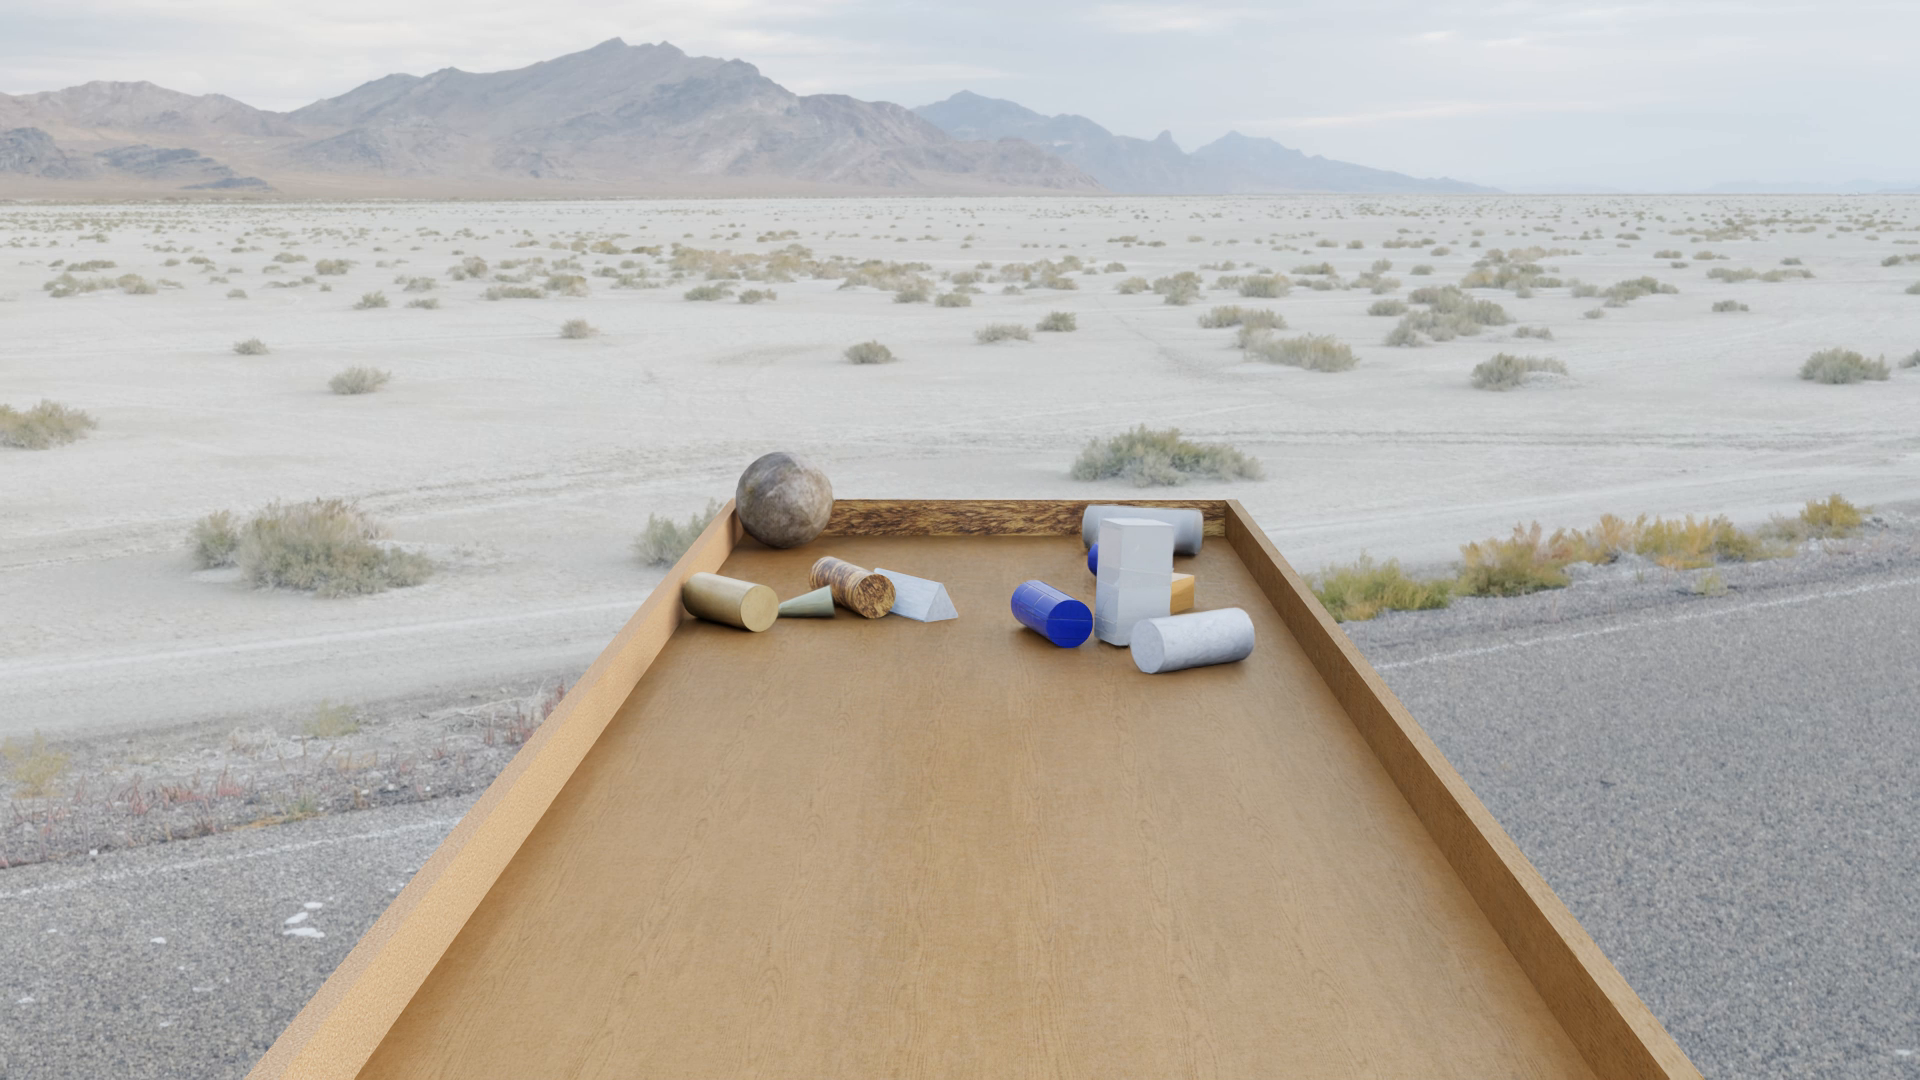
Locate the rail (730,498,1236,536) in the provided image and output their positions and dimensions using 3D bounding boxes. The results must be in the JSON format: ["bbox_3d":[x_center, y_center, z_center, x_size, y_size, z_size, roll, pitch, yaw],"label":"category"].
[{"bbox_3d":[0.099,-0.098,9.147,2.100,0.150,0.050,0,9,1],"label":"rail"}]

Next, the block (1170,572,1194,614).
[{"bbox_3d":[0.632,0.199,7.403,0.109,0.109,0.450,6,11,34],"label":"block"}]

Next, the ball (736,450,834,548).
[{"bbox_3d":[-0.701,-0.161,8.782,0.390,0.390,0.390,0,9,0],"label":"ball"}]

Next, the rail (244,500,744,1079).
[{"bbox_3d":[-1.004,0.839,3.234,0.050,0.150,12.000,0,9,1],"label":"rail"}]

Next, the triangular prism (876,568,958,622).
[{"bbox_3d":[-0.175,0.180,7.470,0.139,0.121,0.382,-7,11,-36],"label":"triangular prism"}]

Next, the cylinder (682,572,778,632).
[{"bbox_3d":[-0.758,0.202,7.247,0.153,0.153,0.332,-8,12,-41],"label":"cylinder"}]

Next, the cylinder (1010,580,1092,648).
[{"bbox_3d":[0.291,0.235,7.039,0.154,0.154,0.365,-3,9,-16],"label":"cylinder"}]

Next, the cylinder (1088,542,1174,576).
[{"bbox_3d":[0.620,0.087,8.022,0.136,0.136,0.312,-7,12,-39],"label":"cylinder"}]

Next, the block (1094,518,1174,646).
[{"bbox_3d":[0.548,0.131,6.936,0.178,0.377,0.178,0,7,-20],"label":"block"}]

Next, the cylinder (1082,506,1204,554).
[{"bbox_3d":[0.723,-0.039,8.704,0.446,0.173,0.173,3,10,20],"label":"cylinder"}]

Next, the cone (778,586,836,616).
[{"bbox_3d":[-0.577,0.231,7.382,0.303,0.106,0.106,-10,9,-1],"label":"cone"}]

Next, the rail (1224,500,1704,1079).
[{"bbox_3d":[1.046,0.843,3.208,0.050,0.150,12.000,0,9,1],"label":"rail"}]

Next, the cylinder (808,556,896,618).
[{"bbox_3d":[-0.372,0.160,7.526,0.150,0.150,0.405,-4,10,-26],"label":"cylinder"}]

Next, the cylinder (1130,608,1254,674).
[{"bbox_3d":[0.699,0.300,6.602,0.350,0.161,0.161,-6,11,-33],"label":"cylinder"}]
